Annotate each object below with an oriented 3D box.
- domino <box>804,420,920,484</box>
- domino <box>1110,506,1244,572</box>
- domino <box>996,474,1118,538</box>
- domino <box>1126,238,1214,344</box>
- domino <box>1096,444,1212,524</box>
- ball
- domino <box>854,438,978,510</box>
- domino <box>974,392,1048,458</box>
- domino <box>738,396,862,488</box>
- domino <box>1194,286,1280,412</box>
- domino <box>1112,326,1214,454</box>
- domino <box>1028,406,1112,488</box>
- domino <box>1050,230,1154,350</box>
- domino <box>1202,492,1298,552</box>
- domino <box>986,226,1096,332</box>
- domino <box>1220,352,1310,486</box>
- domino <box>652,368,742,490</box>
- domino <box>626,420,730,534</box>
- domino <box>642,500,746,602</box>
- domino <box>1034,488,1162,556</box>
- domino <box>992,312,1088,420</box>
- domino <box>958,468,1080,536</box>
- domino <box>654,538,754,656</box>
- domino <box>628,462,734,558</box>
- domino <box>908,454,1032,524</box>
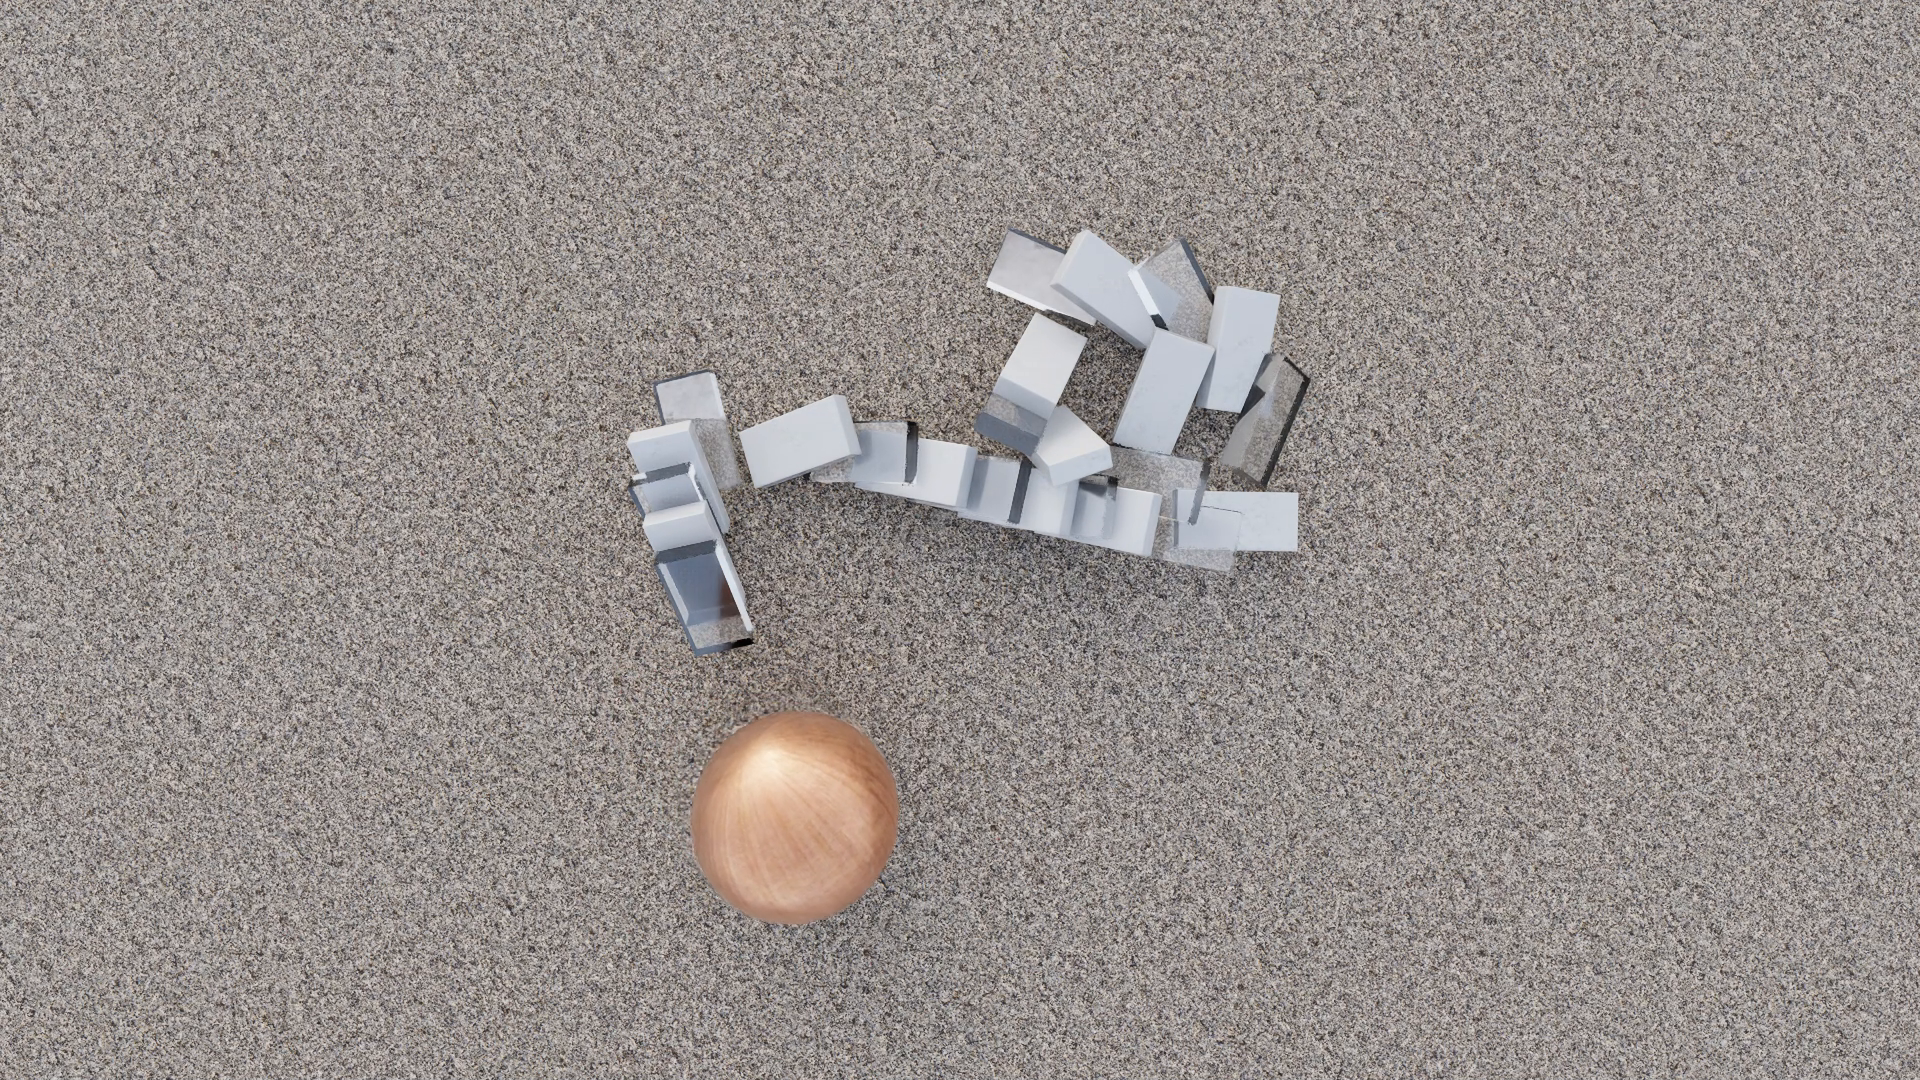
[{"bbox_3d":[-0.042,-0.037,0.385,0.050,0.010,0.025,3,90,27],"label":"domino"},{"bbox_3d":[0.091,-0.003,0.386,0.050,0.009,0.025,11,90,23],"label":"domino"},{"bbox_3d":[0.040,-0.016,0.382,0.050,0.009,0.025,7,90,35],"label":"domino"},{"bbox_3d":[0.094,-0.098,0.386,0.025,0.010,0.050,-36,108,-6],"label":"domino"},{"bbox_3d":[0.076,-0.024,0.381,0.050,0.010,0.025,16,93,34],"label":"domino"},{"bbox_3d":[-0.064,0.107,0.360,0.080,0.080,0.080,0,90,0],"label":"ball"},{"bbox_3d":[-0.019,-0.030,0.384,0.050,0.010,0.025,12,90,28],"label":"domino"},{"bbox_3d":[0.024,-0.055,0.377,0.025,0.050,0.010,25,127,0],"label":"domino"},{"bbox_3d":[-0.068,-0.041,0.385,0.050,0.010,0.025,-16,90,26],"label":"domino"},{"bbox_3d":[0.117,-0.080,0.387,0.025,0.010,0.050,4,102,-19],"label":"domino"},{"bbox_3d":[0.085,-0.061,0.386,0.025,0.010,0.050,19,112,0],"label":"domino"},{"bbox_3d":[0.041,-0.039,0.375,0.025,0.050,0.010,-19,120,-6],"label":"domino"},{"bbox_3d":[0.065,-0.105,0.386,0.050,0.009,0.025,29,88,-21],"label":"domino"},{"bbox_3d":[0.119,-0.008,0.395,0.050,0.009,0.025,1,90,0],"label":"domino"},{"bbox_3d":[0.039,-0.112,0.395,0.050,0.010,0.025,23,90,0],"label":"domino"},{"bbox_3d":[0.130,-0.050,0.388,0.025,0.010,0.050,23,90,-43],"label":"domino"},{"bbox_3d":[-0.113,-0.046,0.395,0.025,0.010,0.050,-14,90,0],"label":"domino"},{"bbox_3d":[-0.116,-0.023,0.382,0.025,0.009,0.050,-12,124,0],"label":"domino"},{"bbox_3d":[-0.110,0.009,0.382,0.025,0.009,0.050,-13,126,0],"label":"domino"},{"bbox_3d":[0.057,-0.011,0.381,0.050,0.009,0.025,13,93,34],"label":"domino"},{"bbox_3d":[0.034,-0.073,0.380,0.025,0.010,0.050,27,48,0],"label":"domino"},{"bbox_3d":[0.024,-0.018,0.381,0.050,0.009,0.025,11,92,35],"label":"domino"},{"bbox_3d":[-0.106,0.025,0.382,0.025,0.009,0.050,-12,126,0],"label":"domino"},{"bbox_3d":[-0.115,-0.007,0.381,0.025,0.009,0.050,-14,126,1],"label":"domino"},{"bbox_3d":[0.004,-0.024,0.382,0.050,0.010,0.025,13,90,33],"label":"domino"}]
